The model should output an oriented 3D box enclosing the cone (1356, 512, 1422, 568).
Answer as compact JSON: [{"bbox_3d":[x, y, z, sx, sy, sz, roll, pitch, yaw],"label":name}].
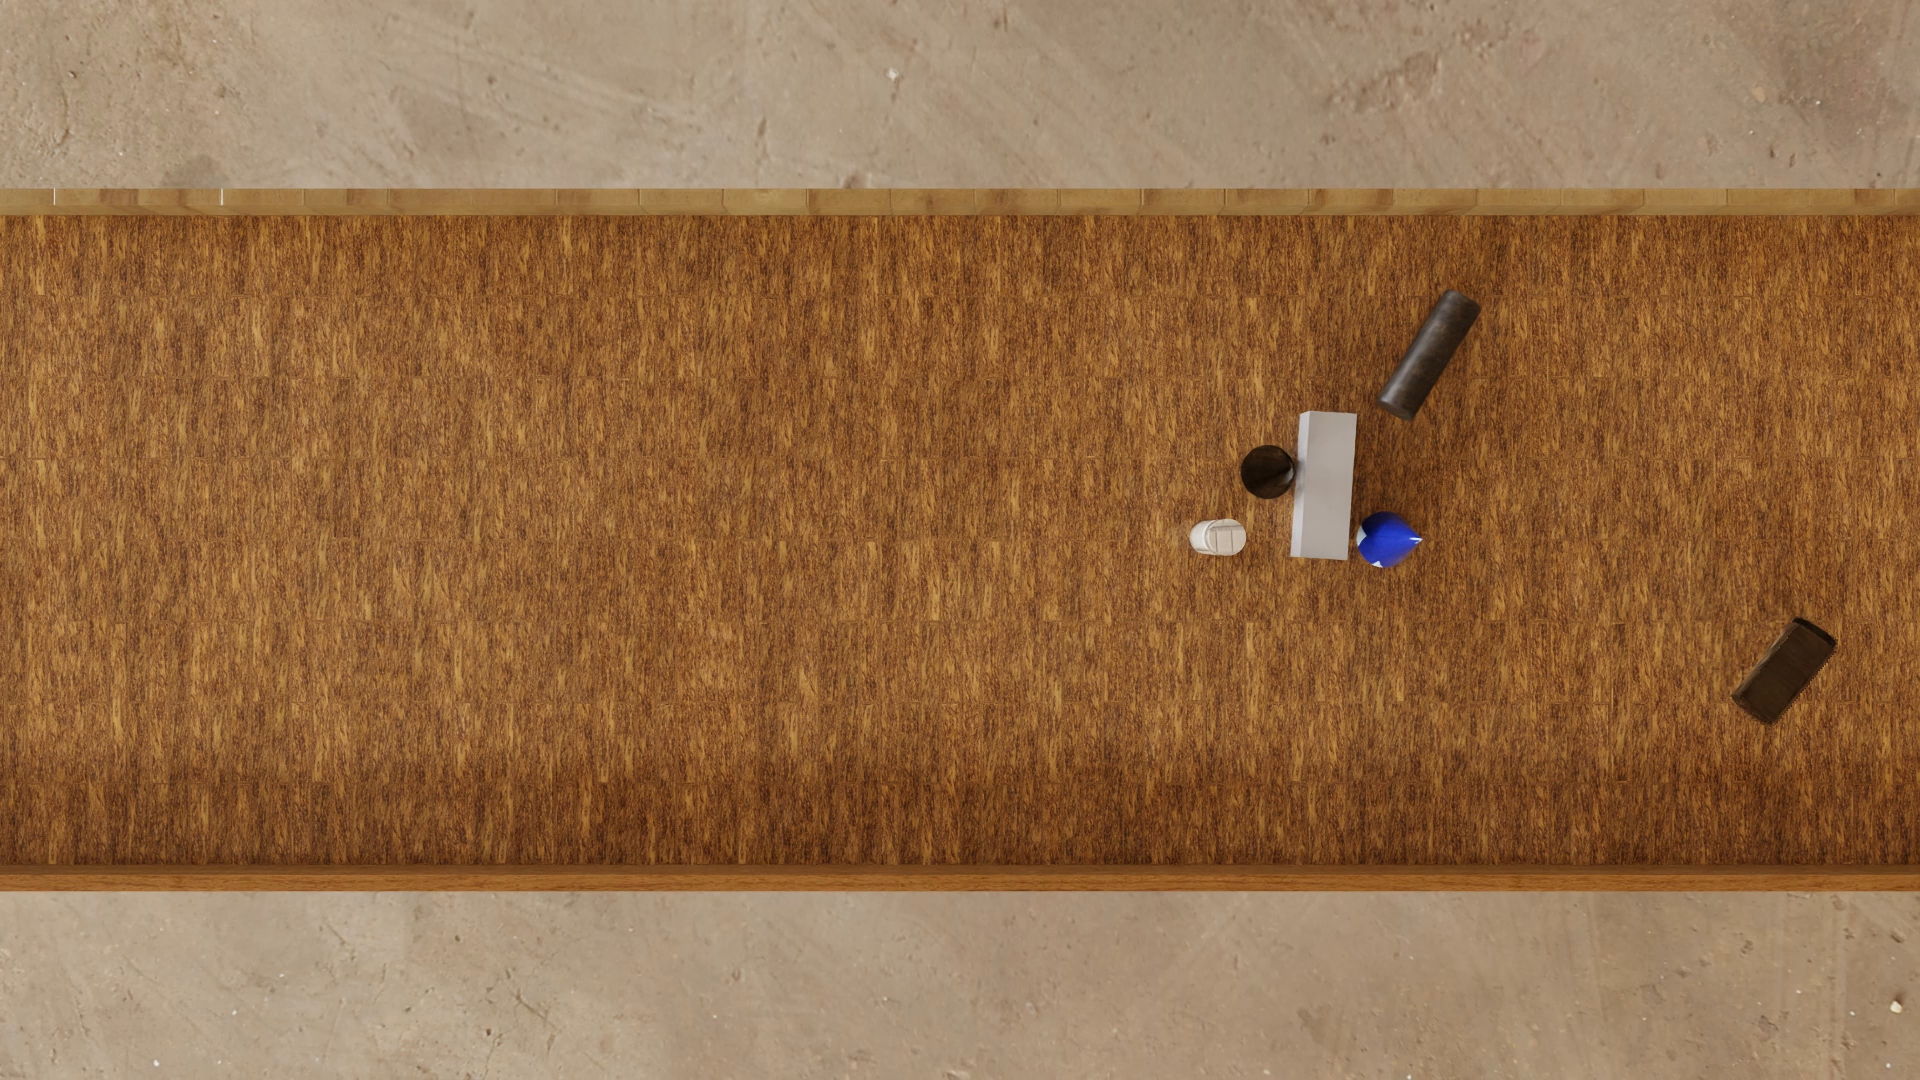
[{"bbox_3d":[1.308,-0.002,4.869,0.174,0.414,0.174,0,90,0],"label":"cone"}]

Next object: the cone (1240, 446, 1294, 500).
[{"bbox_3d":[0.948,-0.209,4.889,0.167,0.375,0.167,0,90,0],"label":"cone"}]

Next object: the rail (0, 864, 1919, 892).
[{"bbox_3d":[-2.247,1.025,5.001,12.000,0.150,0.050,0,90,0],"label":"rail"}]

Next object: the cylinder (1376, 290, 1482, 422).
[{"bbox_3d":[1.424,-0.560,5.014,0.124,0.124,0.395,32,90,0],"label":"cylinder"}]

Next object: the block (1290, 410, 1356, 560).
[{"bbox_3d":[1.103,-0.163,5.006,0.142,0.142,0.439,4,90,0],"label":"block"}]

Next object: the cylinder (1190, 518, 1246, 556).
[{"bbox_3d":[0.759,-0.008,4.876,0.105,0.400,0.105,0,90,0],"label":"cylinder"}]

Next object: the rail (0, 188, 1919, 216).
[{"bbox_3d":[-2.247,-1.025,5.002,12.000,0.150,0.050,0,90,0],"label":"rail"}]

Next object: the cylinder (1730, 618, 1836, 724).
[{"bbox_3d":[2.499,0.398,5.007,0.140,0.140,0.306,39,90,0],"label":"cylinder"}]
